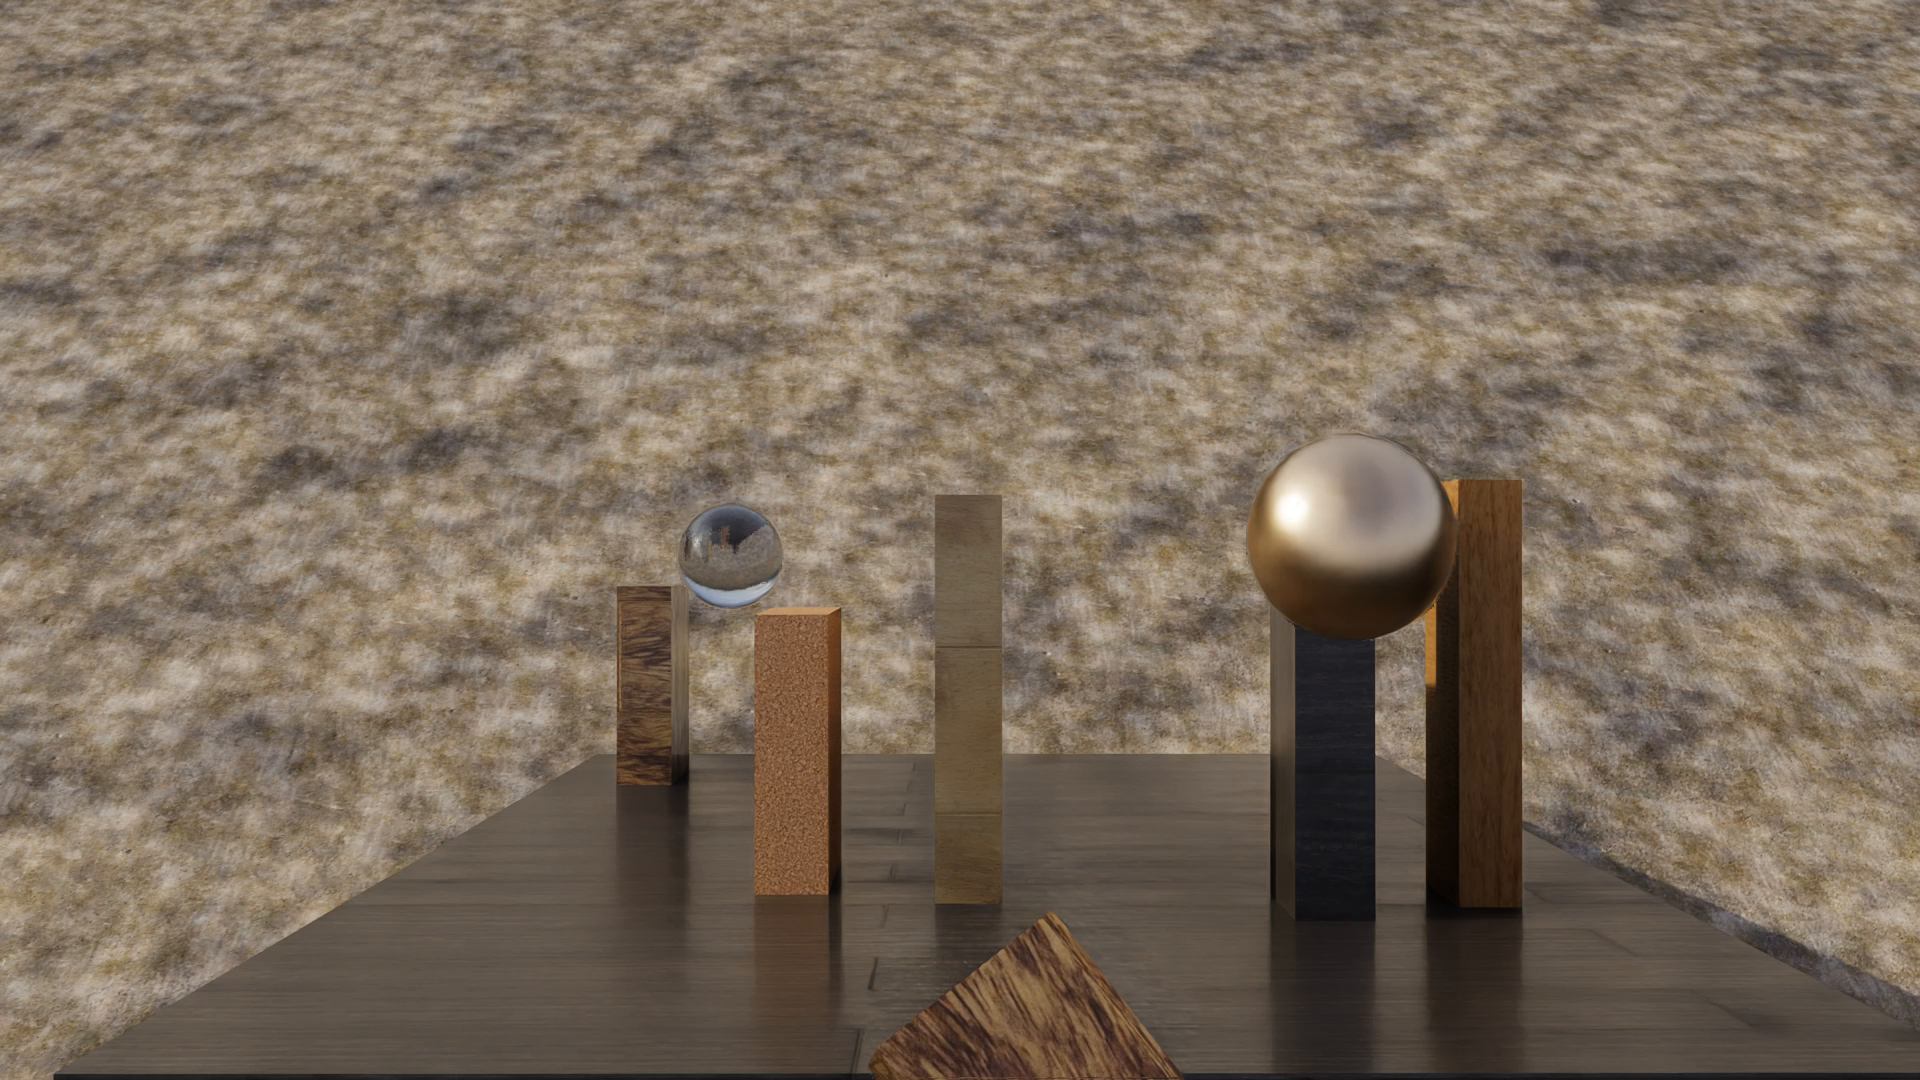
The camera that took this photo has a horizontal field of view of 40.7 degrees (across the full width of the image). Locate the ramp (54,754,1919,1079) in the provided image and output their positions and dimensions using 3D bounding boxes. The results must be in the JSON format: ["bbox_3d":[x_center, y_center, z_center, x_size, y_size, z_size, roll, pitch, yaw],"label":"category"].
[{"bbox_3d":[0.067,0.599,4.659,2.000,0.100,4.000,0,0,0],"label":"ramp"}]

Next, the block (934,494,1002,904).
[{"bbox_3d":[0.013,0.240,4.116,0.101,0.617,0.420,0,0,0],"label":"block"}]

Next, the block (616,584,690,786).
[{"bbox_3d":[-0.710,0.327,6.006,0.122,0.446,0.388,0,0,0],"label":"block"}]

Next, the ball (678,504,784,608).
[{"bbox_3d":[-0.247,0.017,2.784,0.113,0.113,0.113,0,30,0],"label":"ball"}]

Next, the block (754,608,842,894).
[{"bbox_3d":[-0.261,0.332,4.231,0.114,0.434,0.449,0,0,0],"label":"block"}]

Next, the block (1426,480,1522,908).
[{"bbox_3d":[0.792,0.229,4.001,0.094,0.638,0.277,0,0,0],"label":"block"}]

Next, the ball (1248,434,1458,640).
[{"bbox_3d":[0.369,-0.003,2.436,0.195,0.195,0.195,0,30,0],"label":"ball"}]

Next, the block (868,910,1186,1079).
[{"bbox_3d":[0.061,0.511,2.461,0.206,0.206,0.206,-36,80,-13],"label":"block"}]

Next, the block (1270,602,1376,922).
[{"bbox_3d":[0.540,0.226,3.873,0.115,0.645,0.297,0,0,0],"label":"block"}]
